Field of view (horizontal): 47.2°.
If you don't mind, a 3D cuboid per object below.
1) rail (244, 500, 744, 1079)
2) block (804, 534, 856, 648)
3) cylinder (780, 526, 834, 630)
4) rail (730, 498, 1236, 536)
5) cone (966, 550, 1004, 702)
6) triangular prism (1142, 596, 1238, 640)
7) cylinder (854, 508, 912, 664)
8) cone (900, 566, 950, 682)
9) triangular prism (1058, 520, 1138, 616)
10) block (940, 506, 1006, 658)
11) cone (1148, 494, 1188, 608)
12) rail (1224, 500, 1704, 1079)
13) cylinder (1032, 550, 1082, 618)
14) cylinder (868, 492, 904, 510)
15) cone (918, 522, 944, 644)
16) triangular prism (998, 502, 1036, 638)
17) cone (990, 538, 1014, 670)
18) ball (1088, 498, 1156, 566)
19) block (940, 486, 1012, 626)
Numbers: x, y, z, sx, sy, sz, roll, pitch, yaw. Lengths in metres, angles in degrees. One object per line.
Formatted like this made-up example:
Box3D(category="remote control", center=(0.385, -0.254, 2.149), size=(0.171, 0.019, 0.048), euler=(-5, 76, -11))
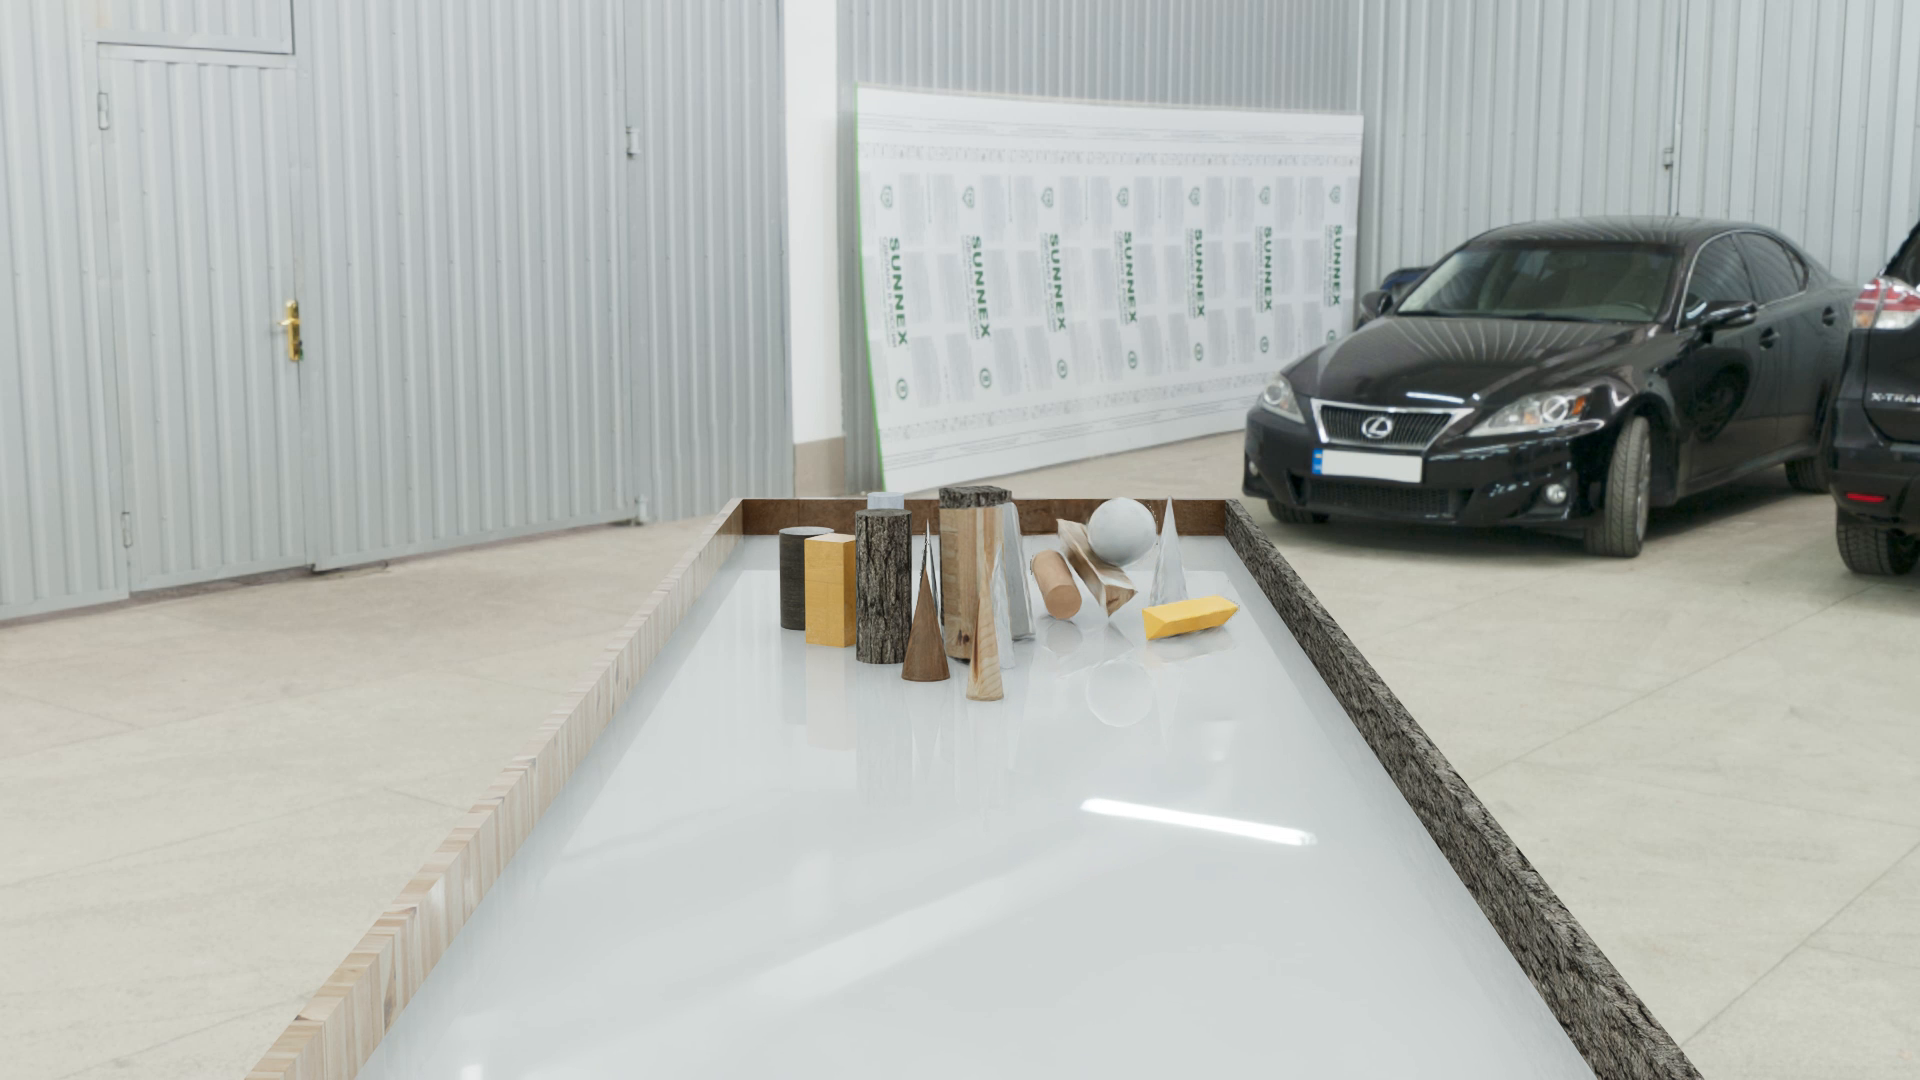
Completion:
Box3D(category="rail", center=(-1.004, 0.839, 3.234), size=(0.050, 0.150, 12.000), euler=(0, 9, 1))
Box3D(category="block", center=(-0.389, 0.158, 6.952), size=(0.144, 0.333, 0.144), euler=(5, 10, 30))
Box3D(category="cylinder", center=(-0.502, 0.125, 7.213), size=(0.180, 0.315, 0.180), euler=(0, 9, 0))
Box3D(category="rail", center=(0.099, -0.098, 9.147), size=(2.100, 0.150, 0.050), euler=(0, 9, 1))
Box3D(category="cone", center=(0.070, 0.236, 6.178), size=(0.109, 0.421, 0.109), euler=(0, 9, 0))
Box3D(category="triangular prism", center=(0.733, 0.235, 7.111), size=(0.361, 0.085, 0.098), euler=(-8, -31, -42))
Box3D(category="cylinder", center=(-0.232, 0.139, 6.691), size=(0.172, 0.451, 0.172), euler=(0, 9, 0))
Box3D(category="cone", center=(-0.101, 0.237, 6.447), size=(0.147, 0.334, 0.147), euler=(0, 9, 0))
Box3D(category="triangular prism", center=(0.441, 0.070, 7.481), size=(0.128, 0.111, 0.457), euler=(-40, 35, 5))
Box3D(category="block", center=(0.042, 0.127, 6.720), size=(0.148, 0.451, 0.148), euler=(-4, 3, -21))
Box3D(category="cone", center=(0.687, 0.057, 7.220), size=(0.158, 0.436, 0.158), euler=(0, 4, 0))
Box3D(category="rail", center=(1.046, 0.843, 3.208), size=(0.050, 0.150, 12.000), euler=(0, 9, 1))
Box3D(category="cylinder", center=(0.328, 0.149, 7.508), size=(0.121, 0.121, 0.380), euler=(-1, 18, -5))
Box3D(category="cylinder", center=(-0.241, 0.069, 7.165), size=(0.119, 0.441, 0.119), euler=(0, 9, 0))
Box3D(category="cone", center=(-0.101, 0.127, 6.925), size=(0.102, 0.402, 0.102), euler=(0, 9, 0))
Box3D(category="triangular prism", center=(0.178, 0.099, 7.032), size=(0.126, 0.423, 0.109), euler=(-14, -10, 36))
Box3D(category="cone", center=(0.112, 0.178, 6.558), size=(0.117, 0.405, 0.117), euler=(2, 15, 0))
Box3D(category="ball", center=(0.546, -0.027, 7.411), size=(0.232, 0.232, 0.232), euler=(0, 9, 0))
Box3D(category="block", center=(0.051, 0.060, 7.171), size=(0.179, 0.453, 0.179), euler=(-4, 8, -23))
